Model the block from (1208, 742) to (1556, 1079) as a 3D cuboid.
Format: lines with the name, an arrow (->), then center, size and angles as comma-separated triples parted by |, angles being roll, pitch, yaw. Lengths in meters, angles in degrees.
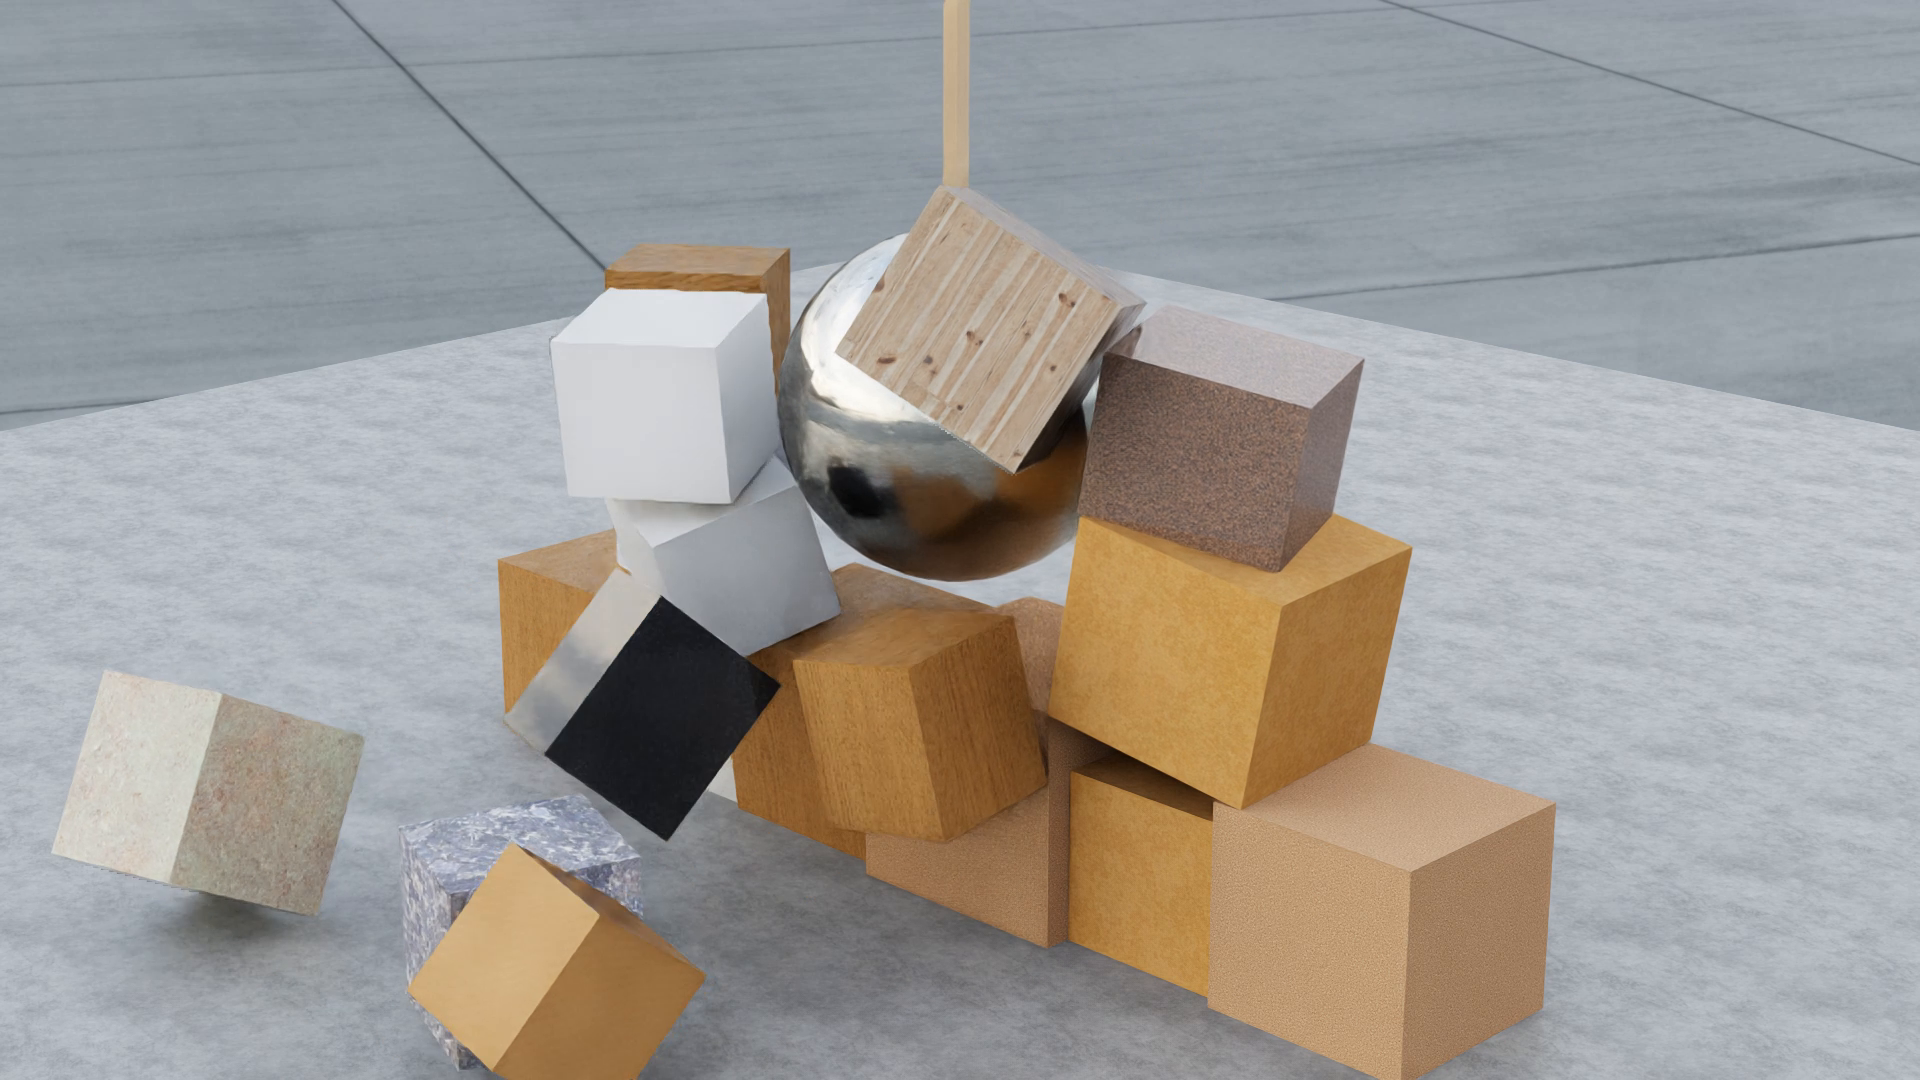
block -> 1.723, 1.502, 12.030 | 0.977, 0.921, 0.989 | -17, 24, -42

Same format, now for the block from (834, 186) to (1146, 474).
block -> 0.139, -0.861, 11.842 | 0.858, 0.776, 0.837 | 34, 11, 5

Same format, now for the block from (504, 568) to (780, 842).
block -> -1.387, 0.708, 12.752 | 0.689, 0.828, 0.665 | 39, -7, -25

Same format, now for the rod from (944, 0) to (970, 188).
rod -> -0.008, -3.859, 12.121 | 0.080, 5.200, 0.080 | 17, 24, 42

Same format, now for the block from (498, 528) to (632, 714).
block -> -1.735, 0.508, 15.309 | 0.927, 0.851, 0.941 | -17, 24, -42

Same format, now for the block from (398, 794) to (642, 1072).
block -> -1.788, 1.586, 11.967 | 0.789, 0.777, 0.697 | -9, 21, -25

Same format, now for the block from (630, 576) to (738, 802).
block -> -1.085, 0.656, 14.669 | 0.792, 0.951, 0.887 | -17, 24, -42

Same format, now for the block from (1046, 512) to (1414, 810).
block -> 1.123, 0.380, 12.256 | 1.002, 0.918, 0.992 | 25, 29, 33

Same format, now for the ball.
ball -> -0.018, -0.612, 13.130 | 1.600, 1.600, 1.600 | 0, 17, 0

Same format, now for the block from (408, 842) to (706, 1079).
block -> -1.539, 1.694, 11.218 | 0.626, 0.688, 0.665 | 30, -6, 43

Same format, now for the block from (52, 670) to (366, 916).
block -> -3.273, 1.111, 12.818 | 0.758, 0.817, 0.876 | 7, -11, 35

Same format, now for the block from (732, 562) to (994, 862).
block -> -0.451, 0.808, 13.979 | 0.901, 0.977, 0.988 | -25, 29, -39

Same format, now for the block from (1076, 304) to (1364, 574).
block -> 1.071, -0.430, 12.031 | 0.875, 0.716, 0.744 | 17, 25, 18

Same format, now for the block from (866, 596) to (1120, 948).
block -> 0.356, 1.018, 13.294 | 1.134, 1.087, 1.090 | 16, 24, 42

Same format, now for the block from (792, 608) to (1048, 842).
block -> -0.166, 0.766, 12.349 | 0.679, 0.755, 0.656 | 2, 19, 44

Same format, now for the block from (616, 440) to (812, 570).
block -> -1.230, -0.271, 14.546 | 0.725, 0.892, 0.711 | -11, 20, -30

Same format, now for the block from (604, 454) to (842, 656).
block -> -1.123, 0.036, 13.712 | 0.744, 0.719, 0.799 | -24, 31, -14

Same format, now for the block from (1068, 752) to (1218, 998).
block -> 1.068, 1.366, 12.673 | 0.841, 0.794, 0.843 | -17, 24, -42

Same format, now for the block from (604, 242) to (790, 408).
block -> -1.252, -0.998, 14.144 | 0.749, 0.727, 0.692 | 3, 17, 8

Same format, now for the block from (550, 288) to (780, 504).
block -> -1.325, -0.662, 13.322 | 0.773, 0.742, 0.720 | 3, 25, 15
